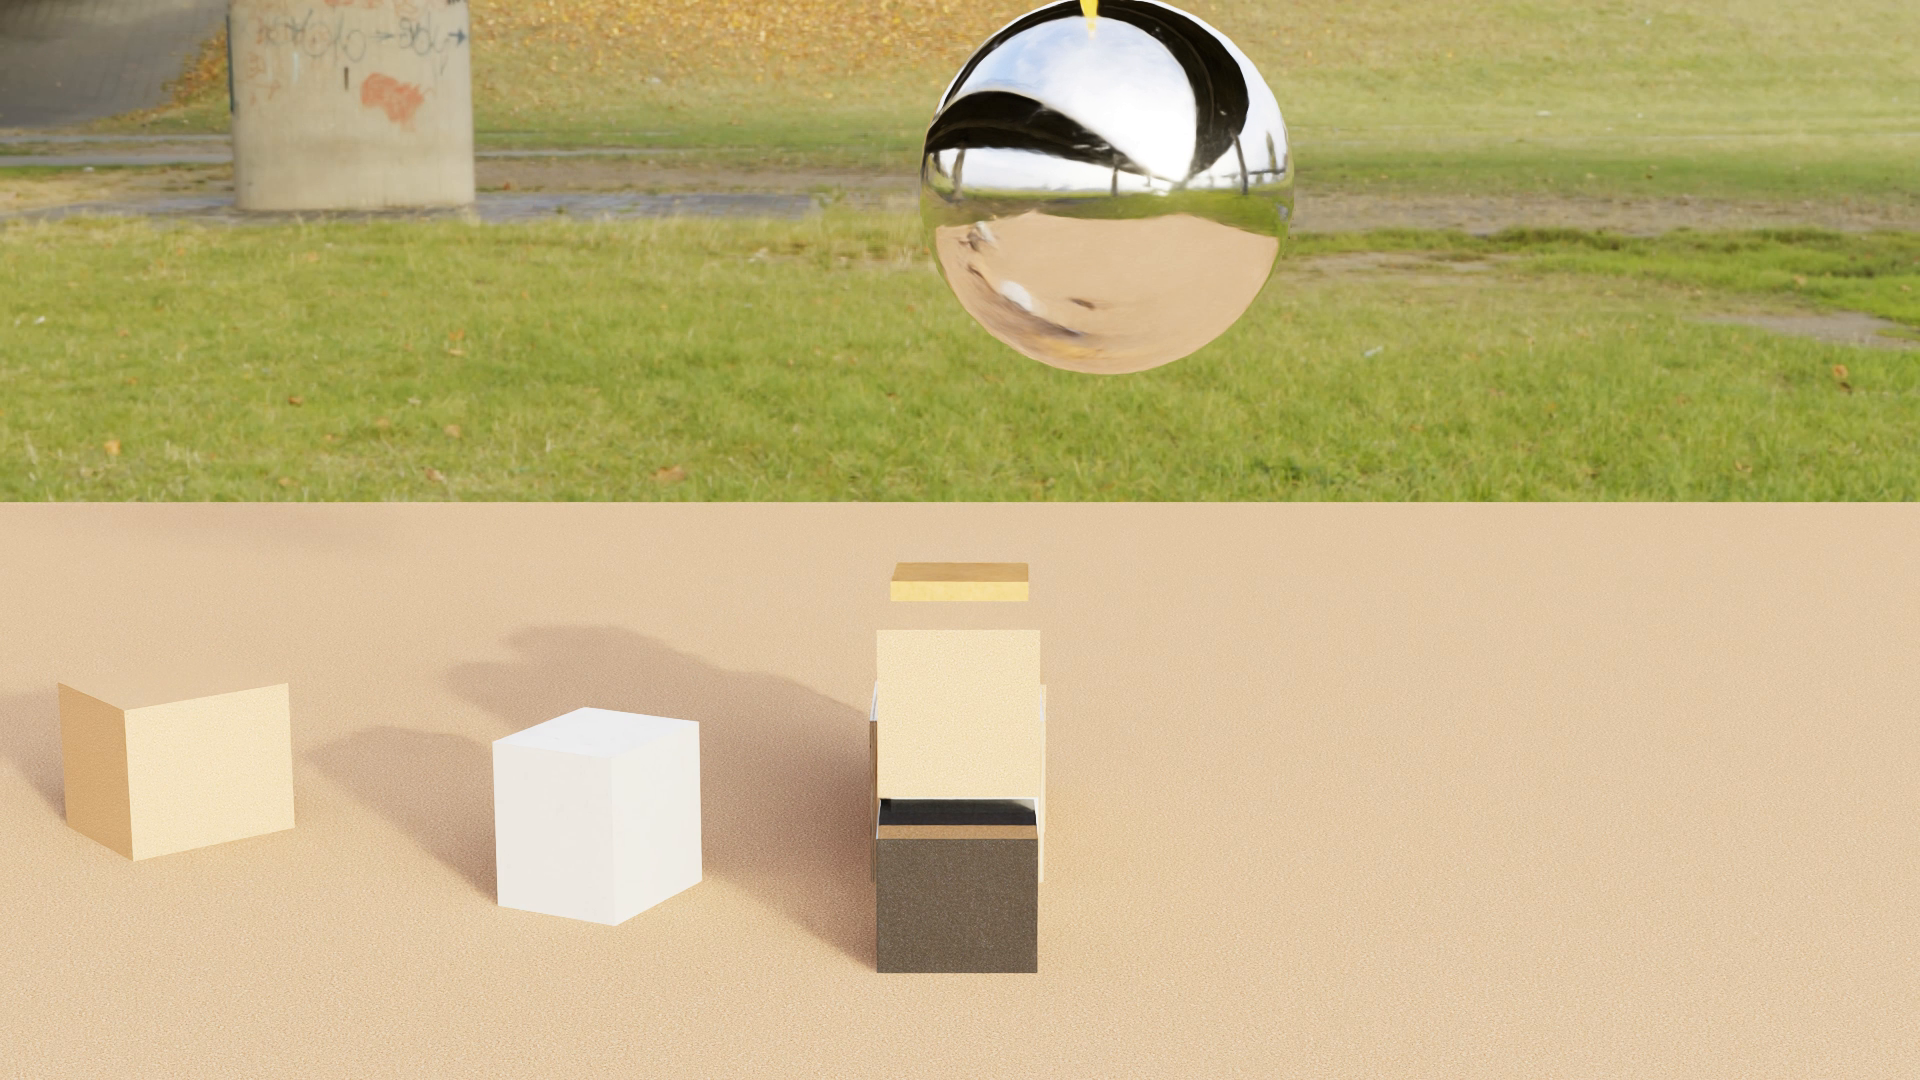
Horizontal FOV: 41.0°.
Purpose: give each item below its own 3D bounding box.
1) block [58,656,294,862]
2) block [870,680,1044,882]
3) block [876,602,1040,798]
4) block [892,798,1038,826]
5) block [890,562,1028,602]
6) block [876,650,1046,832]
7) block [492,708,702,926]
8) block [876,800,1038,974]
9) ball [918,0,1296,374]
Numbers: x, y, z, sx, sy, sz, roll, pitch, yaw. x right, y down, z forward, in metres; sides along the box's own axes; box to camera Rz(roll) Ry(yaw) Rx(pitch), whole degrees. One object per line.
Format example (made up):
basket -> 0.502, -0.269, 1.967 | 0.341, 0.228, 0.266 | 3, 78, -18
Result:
block -> -3.679, 1.010, 12.053 | 0.795, 0.700, 0.737 | -9, 14, -41
block -> -0.012, 1.079, 11.587 | 0.761, 0.731, 0.745 | 0, 10, 0
block -> -0.006, 0.651, 10.624 | 0.655, 0.694, 0.573 | 0, 10, 0
block -> 0.020, 1.259, 10.931 | 0.609, 0.612, 0.580 | 0, 10, 0
block -> 0.006, 0.396, 11.925 | 0.621, 0.501, 0.630 | 0, 7, 1
block -> 0.003, 0.955, 12.326 | 0.793, 0.711, 0.743 | 0, 10, 0
block -> -1.556, 1.178, 11.071 | 0.599, 0.721, 0.678 | 5, 11, 26
block -> -0.011, 1.391, 10.367 | 0.635, 0.553, 0.557 | 0, 10, 0
ball -> 0.620, -1.504, 10.907 | 1.600, 1.600, 1.600 | 0, 10, 0
